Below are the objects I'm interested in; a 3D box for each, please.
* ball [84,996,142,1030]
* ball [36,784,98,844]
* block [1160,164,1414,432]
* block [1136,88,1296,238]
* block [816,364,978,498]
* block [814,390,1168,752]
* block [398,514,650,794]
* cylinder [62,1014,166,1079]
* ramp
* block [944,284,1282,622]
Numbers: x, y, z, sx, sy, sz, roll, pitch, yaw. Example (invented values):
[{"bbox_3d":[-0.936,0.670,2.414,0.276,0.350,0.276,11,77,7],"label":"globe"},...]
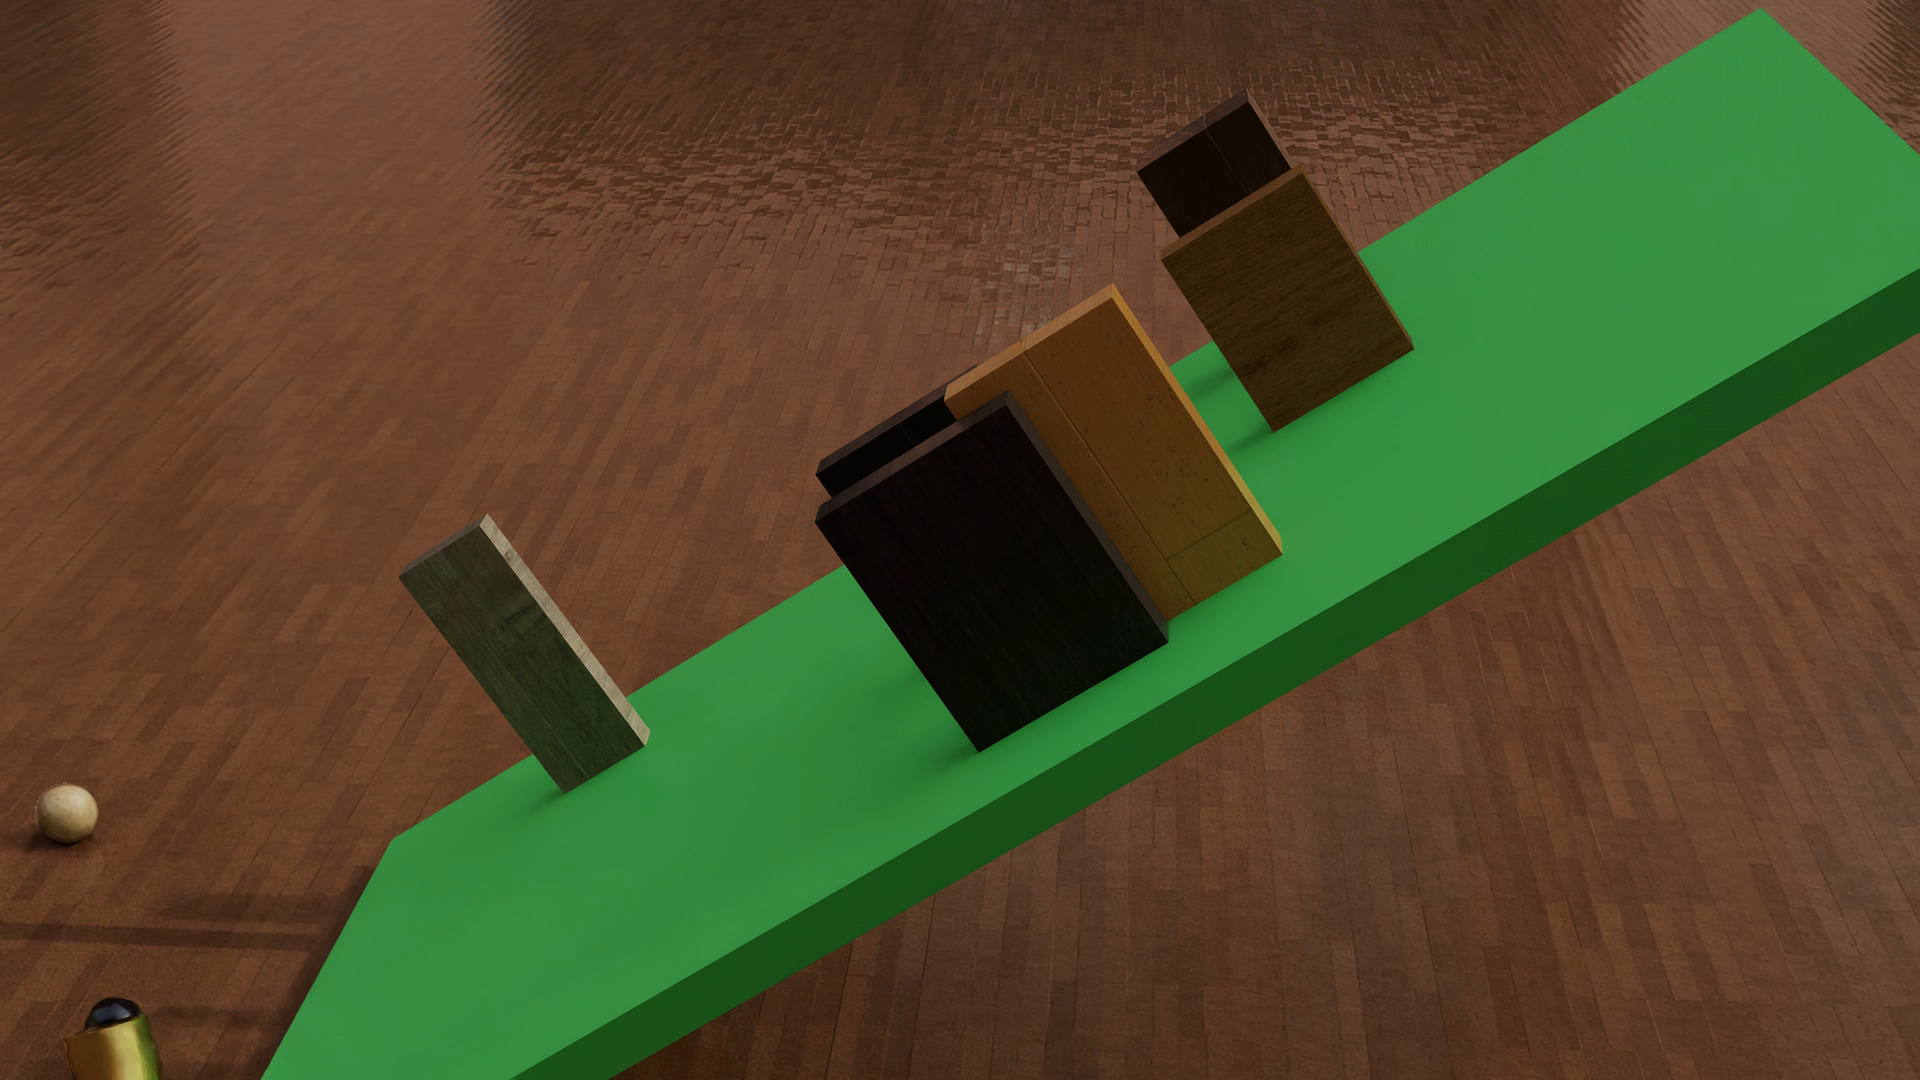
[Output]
[{"bbox_3d":[-1.961,1.129,6.826,0.136,0.136,0.136,0,21,0],"label":"ball"},{"bbox_3d":[-2.385,0.731,7.860,0.157,0.157,0.157,0,21,0],"label":"ball"},{"bbox_3d":[0.683,-0.502,6.140,0.341,0.446,0.082,-31,16,14],"label":"block"},{"bbox_3d":[0.665,-0.710,6.654,0.293,0.528,0.145,-31,16,14],"label":"block"},{"bbox_3d":[0.006,-0.049,6.096,0.389,0.500,0.089,-31,16,14],"label":"block"},{"bbox_3d":[0.063,0.063,5.527,0.427,0.554,0.092,-31,16,14],"label":"block"},{"bbox_3d":[-1.034,0.275,7.009,0.242,0.664,0.084,-31,16,14],"label":"block"},{"bbox_3d":[-1.877,1.172,6.544,0.189,0.189,0.189,-16,-1,0],"label":"cylinder"},{"bbox_3d":[0.139,0.171,6.297,4.000,0.100,2.000,-31,16,14],"label":"ramp"},{"bbox_3d":[0.292,-0.133,5.556,0.371,0.596,0.098,-31,16,14],"label":"block"}]
